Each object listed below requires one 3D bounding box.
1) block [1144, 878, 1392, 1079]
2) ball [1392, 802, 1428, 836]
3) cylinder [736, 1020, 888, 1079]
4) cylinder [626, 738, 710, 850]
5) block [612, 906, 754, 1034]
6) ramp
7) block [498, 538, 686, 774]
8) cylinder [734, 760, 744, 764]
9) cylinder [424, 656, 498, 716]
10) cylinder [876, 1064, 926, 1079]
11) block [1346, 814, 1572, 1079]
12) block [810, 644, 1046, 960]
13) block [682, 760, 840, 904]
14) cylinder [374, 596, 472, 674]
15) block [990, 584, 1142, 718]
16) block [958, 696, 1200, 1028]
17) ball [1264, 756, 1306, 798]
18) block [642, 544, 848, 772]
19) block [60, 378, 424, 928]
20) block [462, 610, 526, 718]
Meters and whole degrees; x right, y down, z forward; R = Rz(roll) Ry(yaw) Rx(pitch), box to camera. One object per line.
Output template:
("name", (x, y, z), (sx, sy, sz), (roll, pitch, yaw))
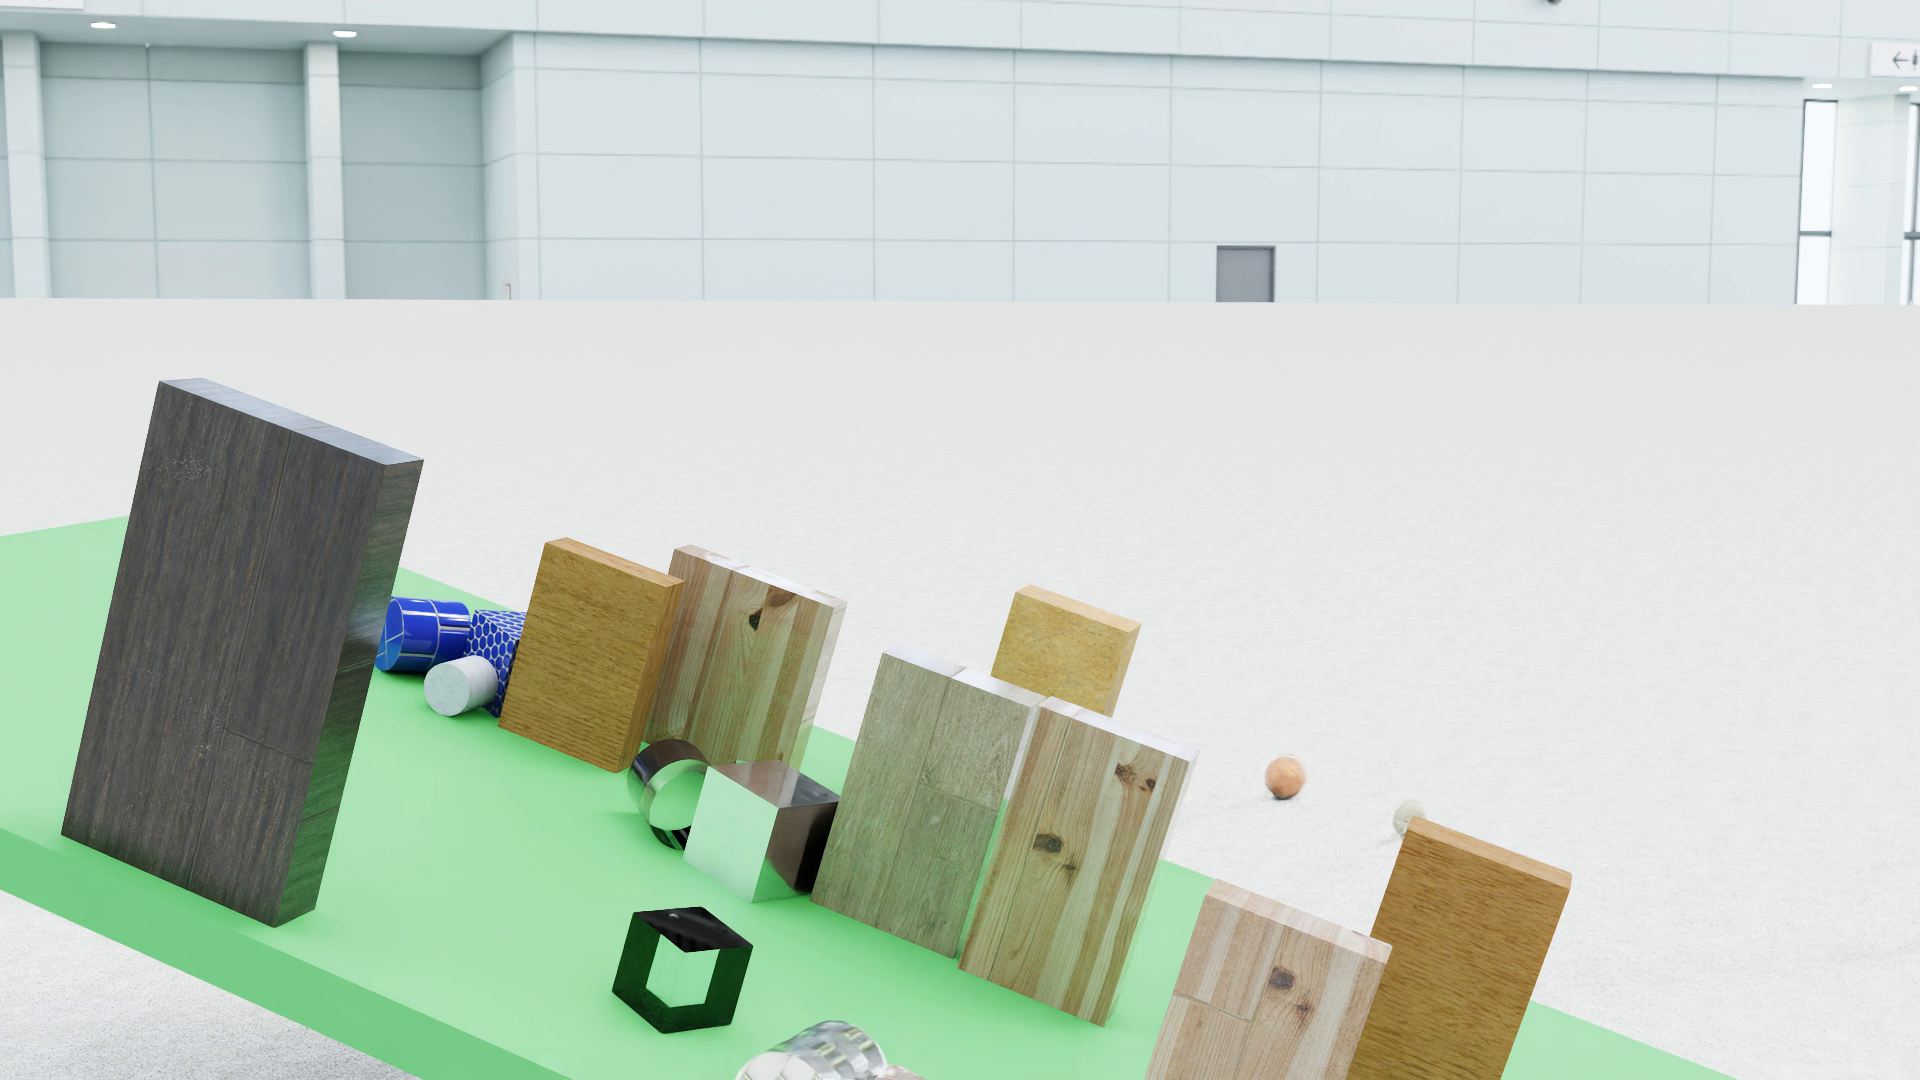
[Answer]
("block", (0.422, 0.806, 3.269), (0.274, 0.534, 0.090), (19, 12, 14))
("ball", (1.483, 0.922, 7.237), (0.117, 0.117, 0.117), (0, 7, 0))
("cylinder", (-0.218, 0.815, 3.238), (0.174, 0.174, 0.174), (3, 5, 25))
("cylinder", (-0.550, 0.496, 4.299), (0.165, 0.165, 0.165), (-3, 19, -24))
("block", (-0.450, 0.694, 3.561), (0.143, 0.143, 0.143), (4, 17, -46))
("ramp", (-0.367, 0.705, 4.233), (4.000, 0.100, 2.000), (19, 12, 14))
("block", (-0.770, 0.238, 4.584), (0.283, 0.412, 0.095), (19, 12, 14))
("cylinder", (-0.396, 0.528, 4.410), (0.147, 0.147, 0.147), (15, 5, -7))
("cylinder", (-1.050, 0.306, 4.629), (0.111, 0.111, 0.111), (2, 6, 20))
("cylinder", (-0.058, 0.875, 3.211), (0.162, 0.162, 0.162), (21, 15, 23))
("block", (0.766, 0.792, 3.600), (0.267, 0.621, 0.098), (19, 12, 14))
("block", (-0.063, 0.490, 4.144), (0.299, 0.510, 0.107), (19, 12, 14))
("block", (-0.372, 0.554, 4.202), (0.194, 0.194, 0.194), (25, 14, 36))
("cylinder", (-1.175, 0.207, 4.788), (0.163, 0.163, 0.163), (7, 1, -40))
("block", (0.194, 0.392, 4.958), (0.270, 0.513, 0.131), (19, 12, 14))
("block", (0.215, 0.588, 4.029), (0.292, 0.527, 0.093), (19, 12, 14))
("ball", (1.152, 0.840, 7.792), (0.148, 0.148, 0.148), (0, 7, 0))
("block", (-0.485, 0.278, 4.747), (0.380, 0.432, 0.087), (19, 12, 14))
("block", (-1.139, 0.175, 3.472), (0.412, 0.768, 0.110), (19, 12, 14))
("block", (-0.953, 0.270, 4.769), (0.178, 0.178, 0.178), (5, 16, -44))
